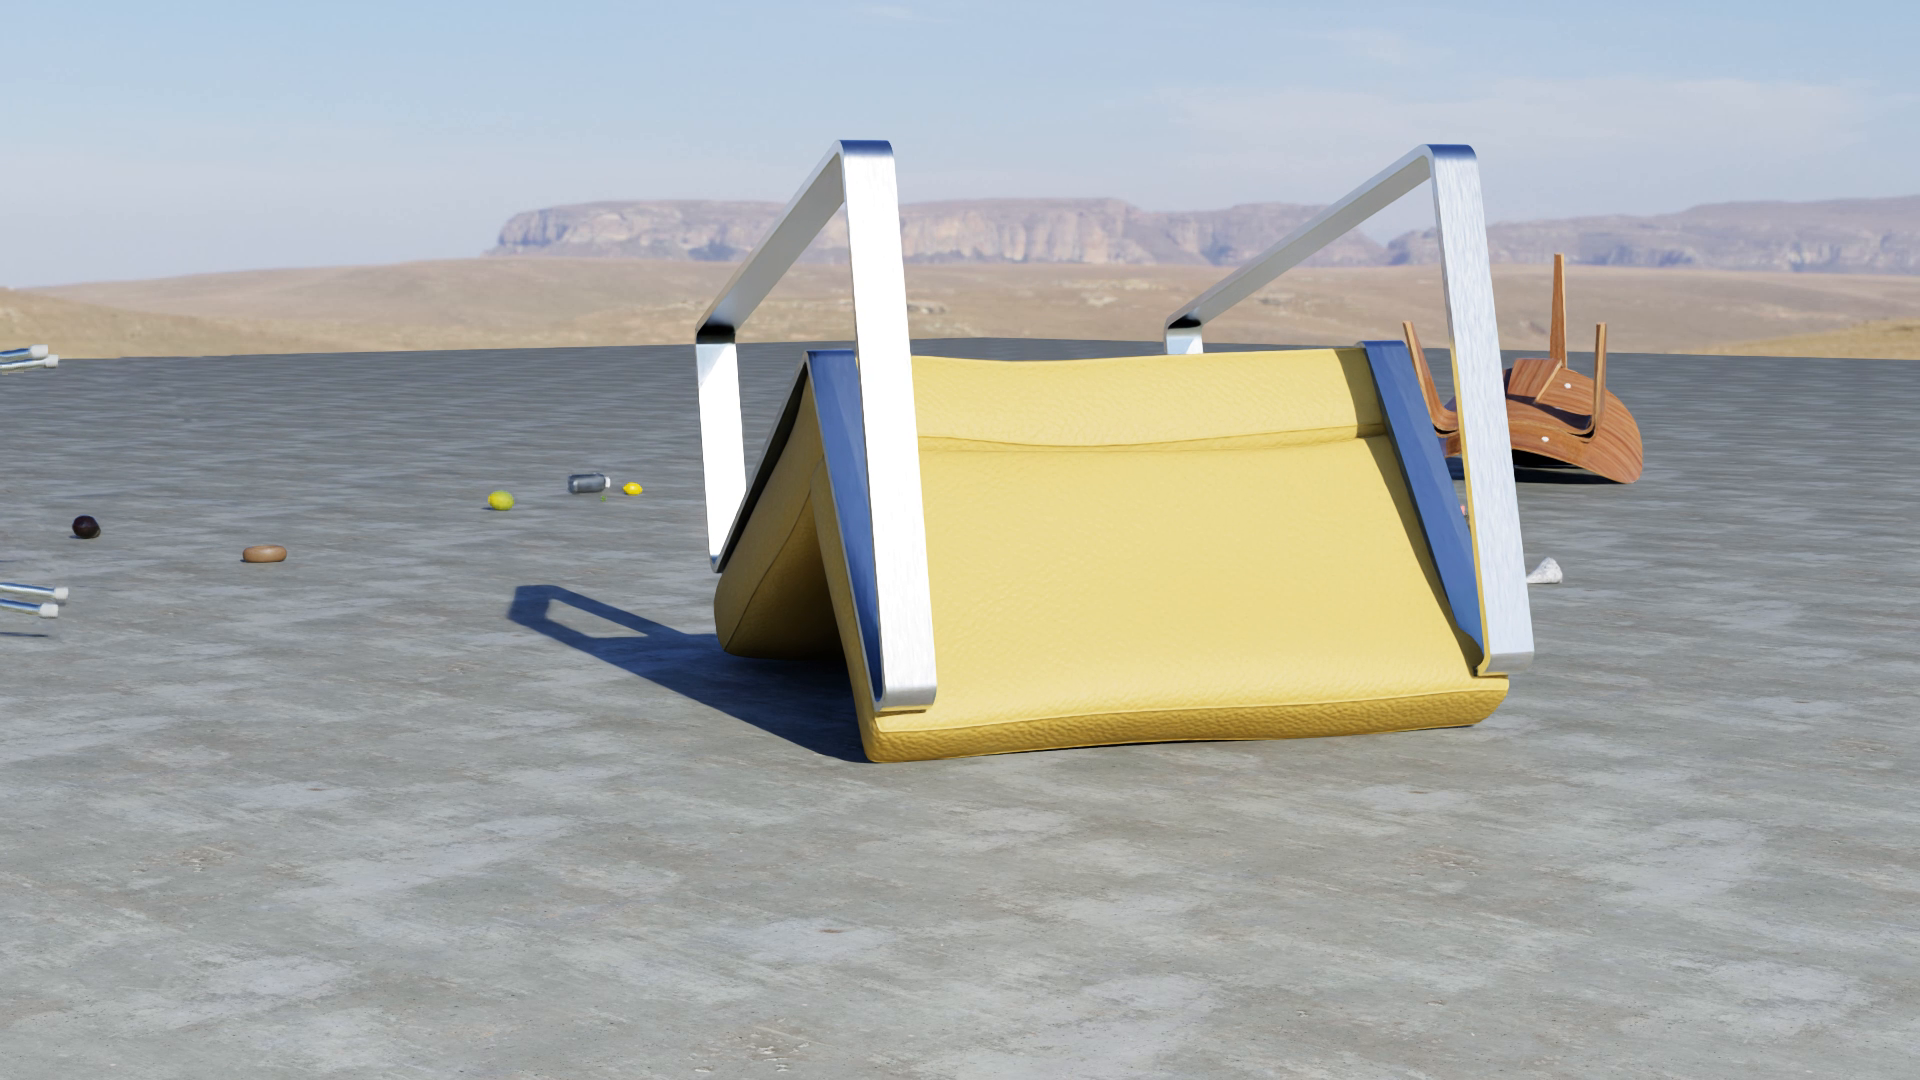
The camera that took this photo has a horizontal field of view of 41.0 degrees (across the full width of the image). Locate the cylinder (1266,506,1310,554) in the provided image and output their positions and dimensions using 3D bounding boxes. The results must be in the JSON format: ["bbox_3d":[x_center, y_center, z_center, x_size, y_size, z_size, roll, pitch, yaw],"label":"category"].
[{"bbox_3d":[0.785,-0.023,6.133,0.081,0.120,0.137,-44,-1,9],"label":"cylinder"}]

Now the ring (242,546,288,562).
[{"bbox_3d":[-1.605,0.033,5.923,0.101,0.036,0.053,-2,8,-16],"label":"ring"}]

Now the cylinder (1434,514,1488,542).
[{"bbox_3d":[1.246,-0.030,6.388,0.116,0.062,0.061,-11,10,-20],"label":"cylinder"}]

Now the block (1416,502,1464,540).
[{"bbox_3d":[1.209,-0.047,6.459,0.078,0.083,0.099,-2,6,-22],"label":"block"}]

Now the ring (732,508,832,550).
[{"bbox_3d":[-0.433,-0.027,6.251,0.249,0.088,0.161,0,7,9],"label":"ring"}]
